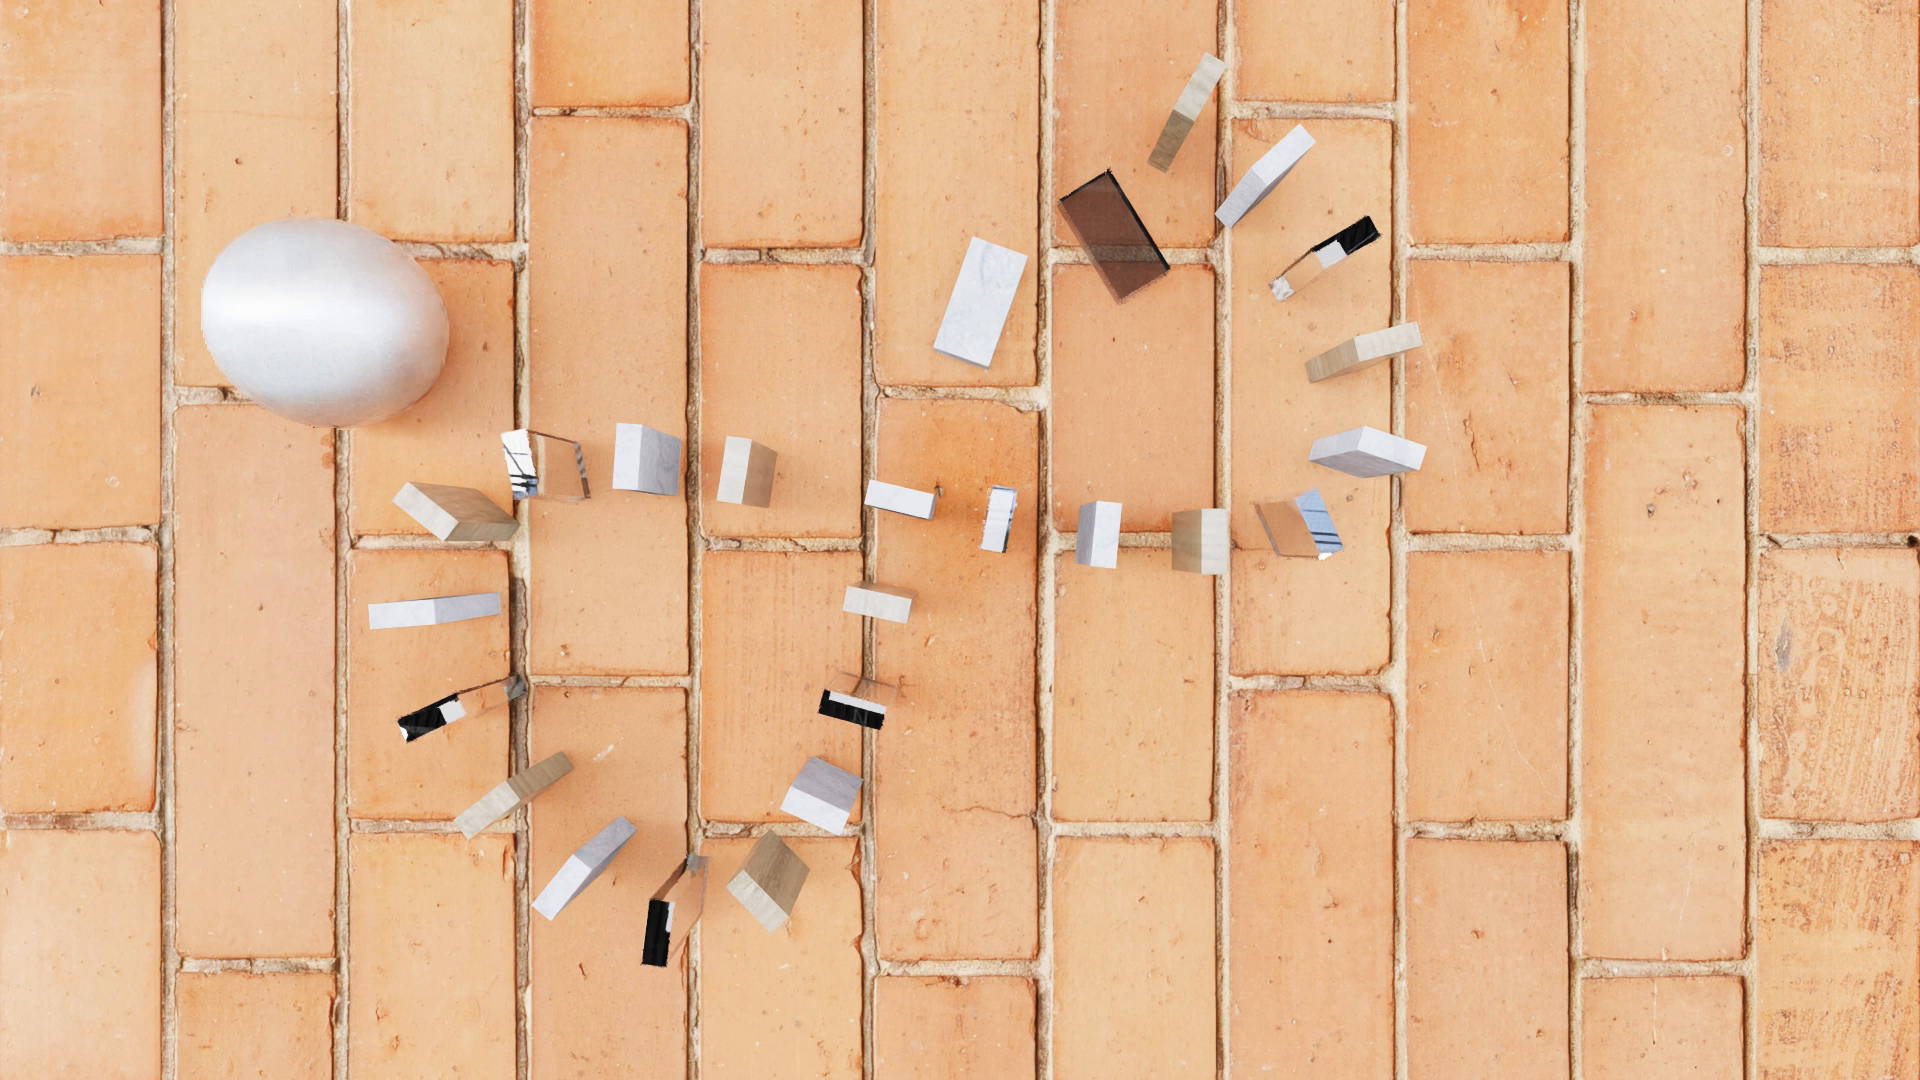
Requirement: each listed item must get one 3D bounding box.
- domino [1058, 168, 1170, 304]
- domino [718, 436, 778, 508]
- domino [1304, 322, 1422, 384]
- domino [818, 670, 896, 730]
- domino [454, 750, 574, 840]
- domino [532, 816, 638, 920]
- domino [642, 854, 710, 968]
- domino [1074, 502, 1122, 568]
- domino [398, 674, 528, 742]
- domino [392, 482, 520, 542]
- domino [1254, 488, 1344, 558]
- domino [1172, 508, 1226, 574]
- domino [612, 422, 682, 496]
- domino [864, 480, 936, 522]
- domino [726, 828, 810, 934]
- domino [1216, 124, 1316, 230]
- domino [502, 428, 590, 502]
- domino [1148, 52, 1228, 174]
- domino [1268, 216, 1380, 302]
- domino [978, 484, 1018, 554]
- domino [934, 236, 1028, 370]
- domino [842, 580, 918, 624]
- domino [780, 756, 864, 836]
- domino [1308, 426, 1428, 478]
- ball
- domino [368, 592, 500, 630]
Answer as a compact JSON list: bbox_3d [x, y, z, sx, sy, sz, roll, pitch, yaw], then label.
[{"bbox_3d":[0.066,-0.130,0.395,0.025,0.009,0.050,-32,90,0],"label":"domino"},{"bbox_3d":[-0.086,-0.027,0.375,0.010,0.050,0.025,9,90,0],"label":"domino"},{"bbox_3d":[0.164,-0.076,0.375,0.025,0.050,0.010,-15,90,0],"label":"domino"},{"bbox_3d":[-0.041,0.065,0.375,0.025,0.050,0.009,15,90,0],"label":"domino"},{"bbox_3d":[-0.181,0.103,0.375,0.025,0.050,0.010,-37,90,0],"label":"domino"},{"bbox_3d":[-0.152,0.133,0.375,0.010,0.050,0.025,39,90,0],"label":"domino"},{"bbox_3d":[-0.115,0.150,0.375,0.009,0.050,0.025,7,90,0],"label":"domino"},{"bbox_3d":[0.056,-0.002,0.375,0.009,0.050,0.025,6,90,0],"label":"domino"},{"bbox_3d":[-0.202,0.068,0.375,0.025,0.050,0.010,-25,90,0],"label":"domino"},{"bbox_3d":[-0.204,-0.011,0.375,0.025,0.050,0.009,38,90,0],"label":"domino"},{"bbox_3d":[0.137,-0.006,0.375,0.010,0.050,0.025,-24,90,0],"label":"domino"},{"bbox_3d":[0.097,0.001,0.375,0.009,0.050,0.025,0,90,0],"label":"domino"},{"bbox_3d":[-0.127,-0.032,0.375,0.009,0.050,0.025,4,90,0],"label":"domino"},{"bbox_3d":[-0.023,-0.016,0.375,0.025,0.050,0.009,13,90,0],"label":"domino"},{"bbox_3d":[-0.077,0.138,0.375,0.009,0.050,0.025,-44,90,0],"label":"domino"},{"bbox_3d":[0.124,-0.147,0.375,0.025,0.050,0.009,-42,90,0],"label":"domino"},{"bbox_3d":[-0.168,-0.029,0.375,0.009,0.050,0.025,-12,90,0],"label":"domino"},{"bbox_3d":[0.092,-0.173,0.375,0.010,0.050,0.025,30,90,0],"label":"domino"},{"bbox_3d":[0.148,-0.114,0.375,0.025,0.050,0.009,-30,90,0],"label":"domino"},{"bbox_3d":[0.015,-0.008,0.375,0.010,0.050,0.025,11,90,0],"label":"domino"},{"bbox_3d":[0.009,-0.102,0.395,0.025,0.010,0.050,20,90,0],"label":"domino"},{"bbox_3d":[-0.032,0.025,0.375,0.025,0.050,0.010,12,90,0],"label":"domino"},{"bbox_3d":[-0.055,0.104,0.375,0.025,0.050,0.010,24,90,0],"label":"domino"},{"bbox_3d":[0.165,-0.035,0.375,0.025,0.050,0.009,18,90,0],"label":"domino"},{"bbox_3d":[-0.246,-0.085,0.360,0.080,0.080,0.080,0,90,0],"label":"ball"},{"bbox_3d":[-0.213,0.028,0.375,0.025,0.050,0.009,-4,90,0],"label":"domino"}]
